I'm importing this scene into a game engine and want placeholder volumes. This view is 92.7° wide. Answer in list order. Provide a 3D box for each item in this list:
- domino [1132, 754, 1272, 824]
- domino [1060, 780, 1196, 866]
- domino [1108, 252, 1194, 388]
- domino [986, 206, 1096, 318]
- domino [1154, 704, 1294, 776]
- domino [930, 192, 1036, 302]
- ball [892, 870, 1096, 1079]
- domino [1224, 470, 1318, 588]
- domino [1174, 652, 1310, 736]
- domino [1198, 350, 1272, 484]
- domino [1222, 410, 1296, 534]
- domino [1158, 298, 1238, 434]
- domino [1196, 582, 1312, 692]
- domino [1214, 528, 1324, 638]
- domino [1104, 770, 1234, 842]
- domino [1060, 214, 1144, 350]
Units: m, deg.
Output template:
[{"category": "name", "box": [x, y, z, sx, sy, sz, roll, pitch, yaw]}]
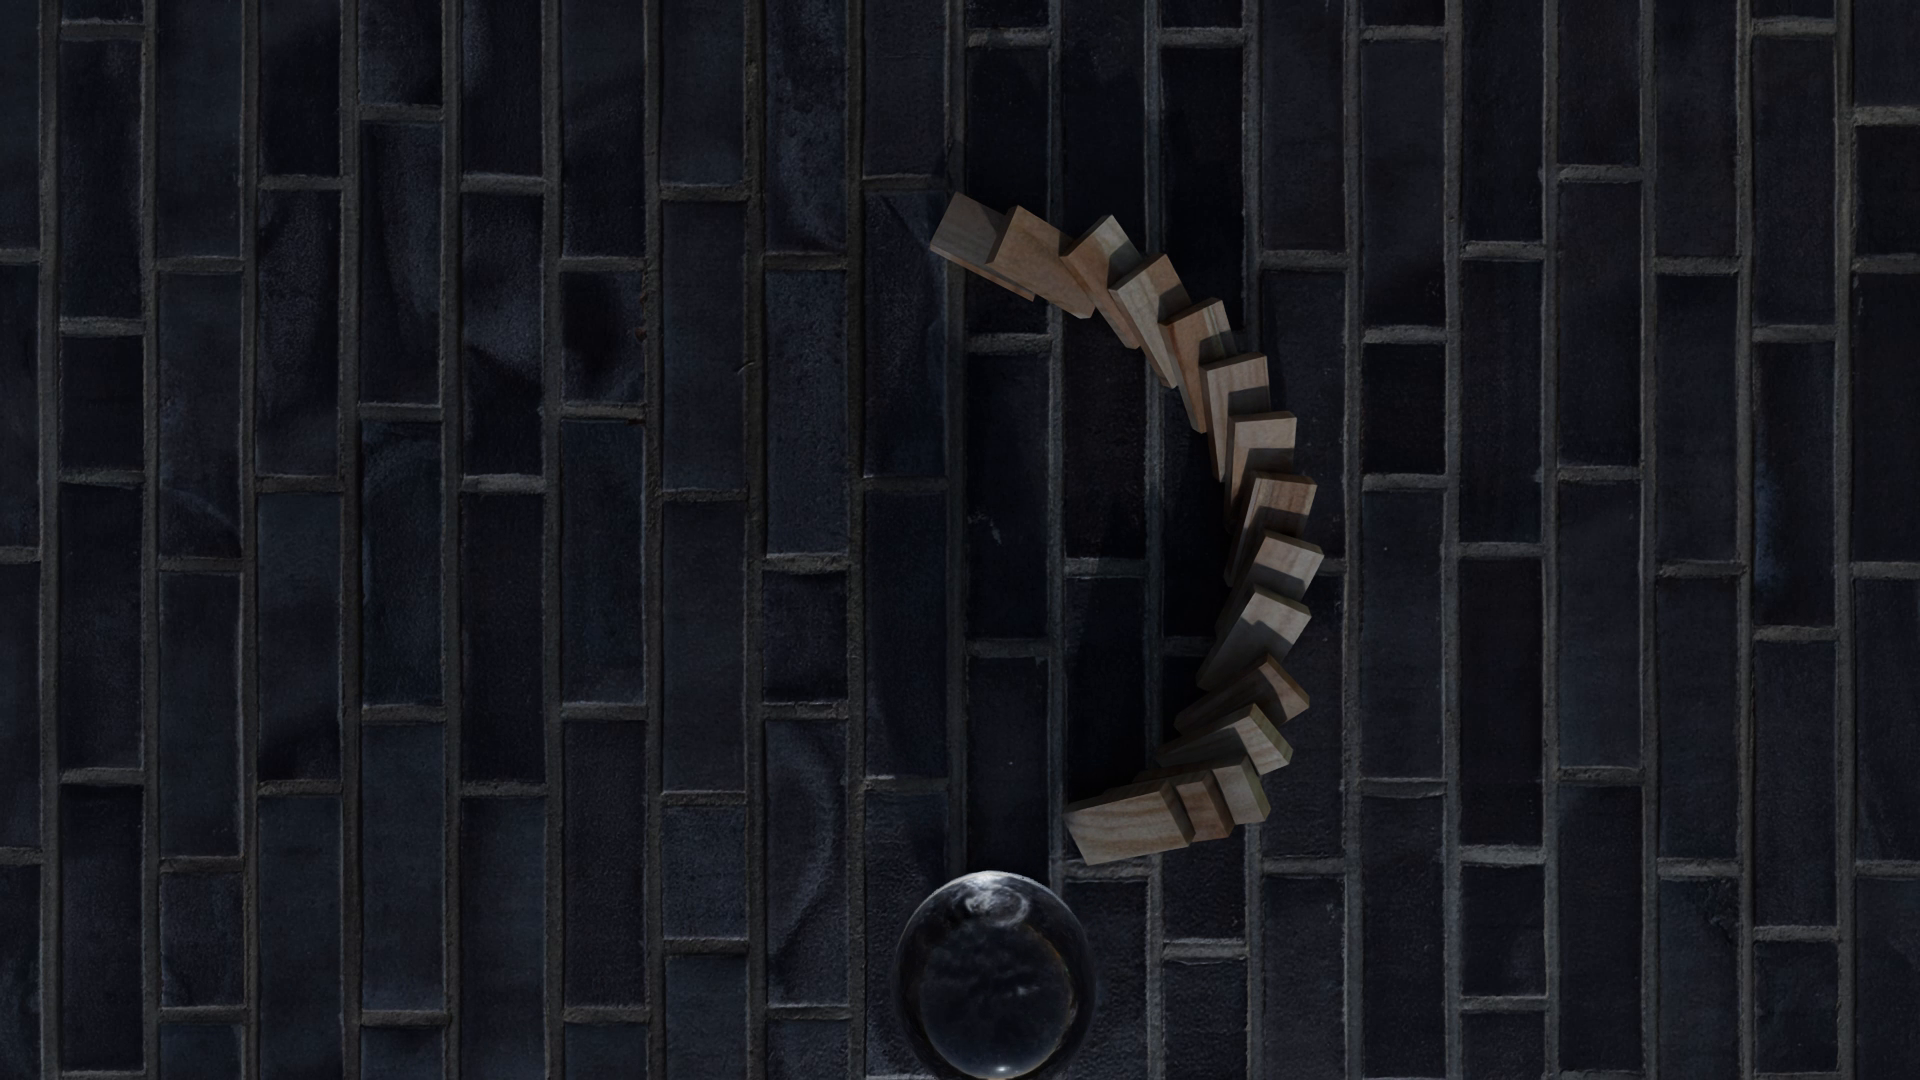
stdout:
[{"category": "domino", "box": [0.099, 0.106, 0.381, 0.050, 0.009, 0.025, -22, 95, 37]}, {"category": "domino", "box": [0.069, 0.118, 0.381, 0.050, 0.009, 0.025, -27, 91, 37]}, {"category": "domino", "box": [0.086, -0.092, 0.385, 0.025, 0.010, 0.050, -37, 114, 0]}, {"category": "domino", "box": [0.038, -0.116, 0.385, 0.050, 0.009, 0.025, 23, 92, -24]}, {"category": "domino", "box": [0.109, 0.089, 0.380, 0.025, 0.010, 0.050, 50, 128, -2]}, {"category": "domino", "box": [0.015, -0.126, 0.395, 0.050, 0.009, 0.025, 27, 90, 0]}, {"category": "ball", "box": [0.013, 0.172, 0.360, 0.080, 0.080, 0.080, 0, 90, 0]}, {"category": "domino", "box": [0.130, -0.003, 0.385, 0.025, 0.010, 0.050, 7, 115, 0]}, {"category": "domino", "box": [0.117, 0.072, 0.384, 0.025, 0.009, 0.050, 47, 117, 0]}, {"category": "domino", "box": [0.117, -0.051, 0.385, 0.025, 0.009, 0.050, -14, 115, 0]}, {"category": "domino", "box": [0.125, -0.028, 0.385, 0.025, 0.009, 0.050, -5, 115, 0]}, {"category": "domino", "box": [0.104, -0.073, 0.385, 0.025, 0.009, 0.050, -25, 114, 0]}, {"category": "domino", "box": [0.122, 0.045, 0.385, 0.025, 0.010, 0.050, 24, 115, 0]}, {"category": "domino", "box": [0.129, 0.022, 0.385, 0.025, 0.010, 0.050, 18, 115, 0]}, {"category": "domino", "box": [0.085, 0.113, 0.381, 0.050, 0.010, 0.025, -24, 93, 37]}, {"category": "domino", "box": [0.067, -0.108, 0.386, 0.025, 0.010, 0.050, -43, 112, 0]}]
